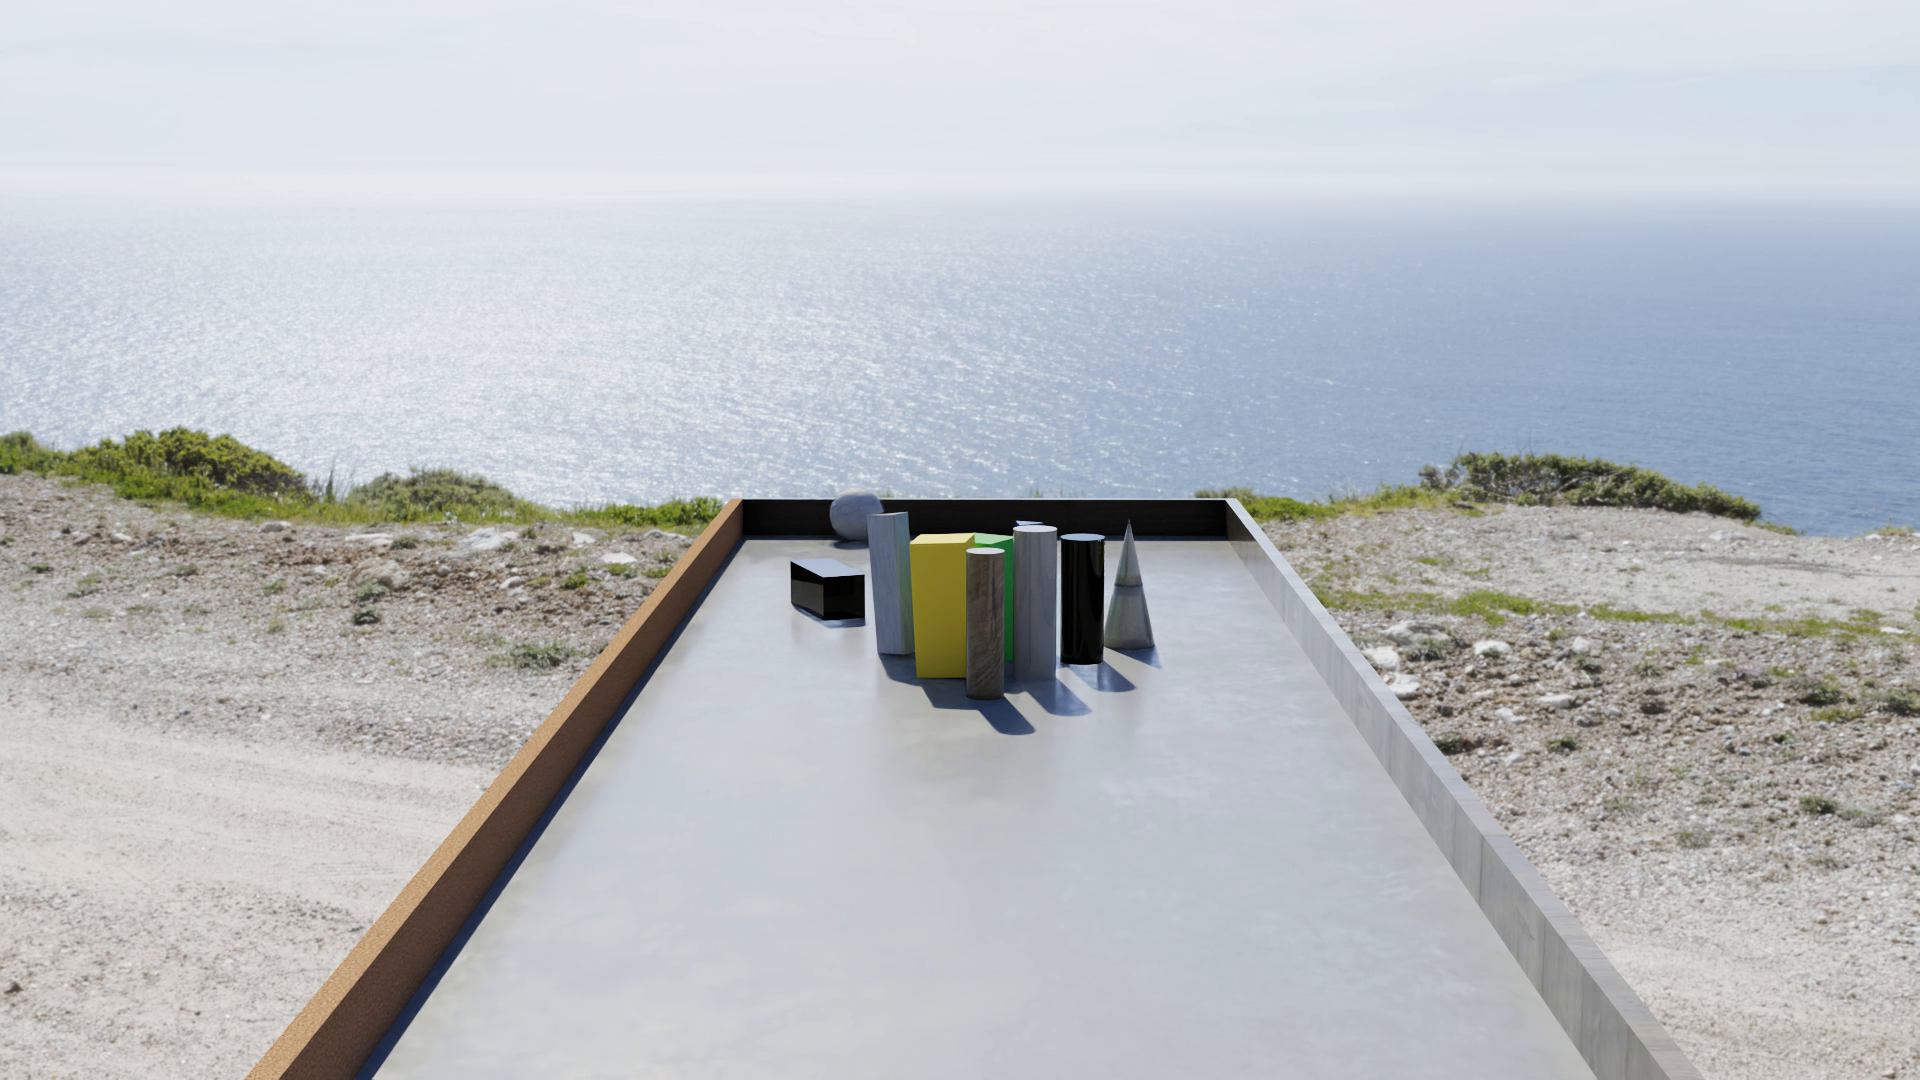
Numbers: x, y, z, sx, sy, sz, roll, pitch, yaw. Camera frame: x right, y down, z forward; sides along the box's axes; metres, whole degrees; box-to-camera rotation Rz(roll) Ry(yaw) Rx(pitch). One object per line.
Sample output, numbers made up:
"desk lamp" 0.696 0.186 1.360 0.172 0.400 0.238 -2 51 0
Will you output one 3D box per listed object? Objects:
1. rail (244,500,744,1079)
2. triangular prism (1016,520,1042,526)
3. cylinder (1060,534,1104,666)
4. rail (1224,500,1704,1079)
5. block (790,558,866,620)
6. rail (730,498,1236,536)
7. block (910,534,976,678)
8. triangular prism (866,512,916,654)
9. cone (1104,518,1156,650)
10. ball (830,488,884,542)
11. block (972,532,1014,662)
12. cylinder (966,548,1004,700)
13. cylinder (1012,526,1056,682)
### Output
"rail" -1.004 0.839 3.234 0.050 0.150 12.000 0 9 1
"triangular prism" 0.201 0.134 6.946 0.089 0.382 0.077 -6 11 -36
"cylinder" 0.371 0.179 6.665 0.133 0.380 0.133 0 9 0
"rail" 1.046 0.843 3.208 0.050 0.150 12.000 0 9 1
"block" -0.453 0.166 7.492 0.147 0.147 0.357 -4 10 -22
"rail" 0.099 -0.098 9.147 2.100 0.150 0.050 0 9 1
"block" -0.042 0.193 6.488 0.164 0.399 0.164 -1 9 11
"triangular prism" -0.188 0.131 6.781 0.110 0.427 0.127 -7 4 -42
"cone" 0.529 0.130 6.904 0.173 0.402 0.173 0 9 0
"ball" -0.422 -0.103 8.959 0.220 0.220 0.220 0 9 0
"block" 0.067 0.180 6.672 0.156 0.375 0.156 6 11 32
"cylinder" 0.071 0.236 6.189 0.107 0.417 0.107 0 9 0
"cylinder" 0.218 0.185 6.429 0.128 0.442 0.128 0 9 0
